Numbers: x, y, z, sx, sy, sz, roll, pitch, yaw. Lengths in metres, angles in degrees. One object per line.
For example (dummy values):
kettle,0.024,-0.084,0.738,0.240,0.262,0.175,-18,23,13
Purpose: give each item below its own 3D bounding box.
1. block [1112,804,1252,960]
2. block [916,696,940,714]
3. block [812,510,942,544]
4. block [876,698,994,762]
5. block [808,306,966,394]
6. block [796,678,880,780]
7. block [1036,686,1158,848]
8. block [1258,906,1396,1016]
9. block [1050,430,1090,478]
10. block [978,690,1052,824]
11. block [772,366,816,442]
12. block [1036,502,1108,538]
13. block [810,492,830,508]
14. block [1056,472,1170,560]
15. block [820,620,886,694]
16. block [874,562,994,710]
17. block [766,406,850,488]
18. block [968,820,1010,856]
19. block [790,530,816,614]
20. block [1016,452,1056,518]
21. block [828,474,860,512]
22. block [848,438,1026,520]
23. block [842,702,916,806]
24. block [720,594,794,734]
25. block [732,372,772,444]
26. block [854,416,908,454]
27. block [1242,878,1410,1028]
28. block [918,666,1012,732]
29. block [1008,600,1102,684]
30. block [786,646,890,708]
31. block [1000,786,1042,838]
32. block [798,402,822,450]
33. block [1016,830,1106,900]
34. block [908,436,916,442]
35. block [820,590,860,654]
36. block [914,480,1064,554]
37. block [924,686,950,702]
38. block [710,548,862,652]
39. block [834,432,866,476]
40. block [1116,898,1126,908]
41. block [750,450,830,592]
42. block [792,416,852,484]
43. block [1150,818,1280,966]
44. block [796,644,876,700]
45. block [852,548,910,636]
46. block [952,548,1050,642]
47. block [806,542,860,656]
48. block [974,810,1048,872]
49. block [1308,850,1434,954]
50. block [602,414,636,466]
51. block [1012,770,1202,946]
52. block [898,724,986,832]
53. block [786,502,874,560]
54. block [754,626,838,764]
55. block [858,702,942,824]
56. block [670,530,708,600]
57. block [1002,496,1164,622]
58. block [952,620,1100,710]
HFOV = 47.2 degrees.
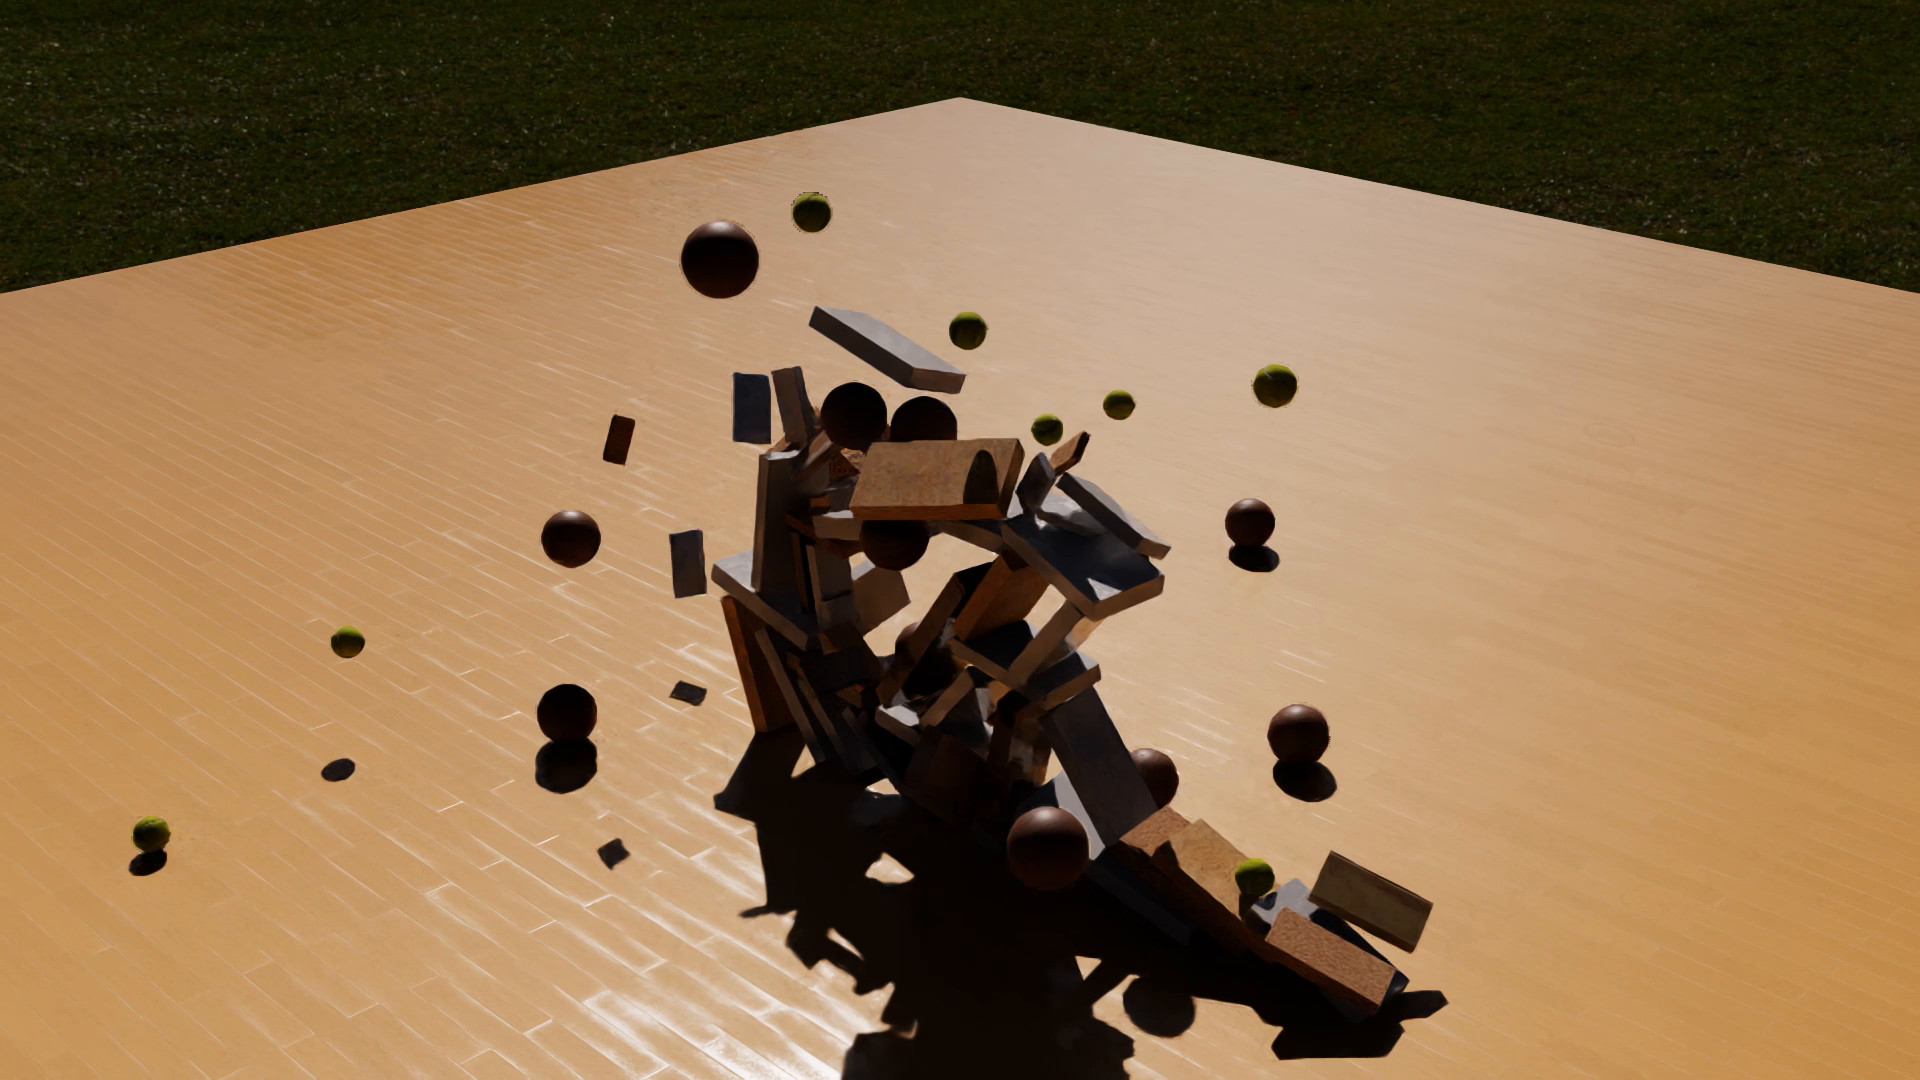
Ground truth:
block,0.447,0.627,4.046,0.307,0.043,0.153,38,41,23
block,-0.045,0.327,4.387,0.050,0.014,0.101,-11,-12,-27
block,-0.135,-0.045,4.386,0.161,0.046,0.321,-22,16,-36
block,-0.037,0.380,4.399,0.135,0.038,0.270,-14,25,-34
block,-0.141,-0.367,4.237,0.149,0.042,0.297,3,25,-49
block,-0.233,0.374,4.635,0.120,0.034,0.240,-21,75,-41
block,0.260,0.422,4.118,0.039,0.273,0.136,-26,3,45
block,0.638,0.728,3.814,0.221,0.029,0.102,28,38,12
block,0.185,-0.145,3.823,0.016,0.113,0.057,31,62,-14
block,0.117,0.383,4.151,0.043,0.307,0.153,33,46,25
block,-0.343,-0.279,4.528,0.022,0.152,0.076,-17,9,-39
block,0.196,-0.035,3.838,0.113,0.016,0.057,22,26,31
block,-0.190,-0.087,4.469,0.258,0.018,0.063,-1,15,41
block,0.266,-0.041,3.816,0.203,0.029,0.102,42,14,32
block,-0.217,0.238,4.501,0.074,0.021,0.148,-23,71,-38
block,-0.015,0.180,4.242,0.161,0.432,0.046,-16,64,-34
block,-0.265,-0.138,4.706,0.146,0.292,0.041,-43,34,2
block,0.037,0.509,4.395,0.135,0.038,0.270,-21,52,-41
block,-0.302,0.058,4.594,0.025,0.177,0.089,7,20,44
block,0.132,-0.095,3.845,0.016,0.113,0.057,-9,58,-27
block,-0.085,-0.109,4.131,0.315,0.042,0.149,-9,10,3
block,-0.042,-0.108,3.956,0.297,0.042,0.149,-1,54,26
block,-0.126,0.424,4.535,0.120,0.034,0.240,-23,67,-40
block,-0.412,0.249,4.784,0.044,0.308,0.154,-4,14,46
block,-0.434,-0.274,4.589,0.076,0.022,0.152,4,65,-17
block,-0.147,-0.185,4.348,0.021,0.072,0.145,31,-3,32
block,0.645,0.724,3.879,0.136,0.039,0.273,-22,53,-41
block,0.029,0.302,4.249,0.132,0.265,0.037,-11,69,-28
block,0.200,0.151,3.905,0.144,0.288,0.041,-31,77,-33
block,-0.239,0.273,4.590,0.120,0.034,0.240,-20,33,-40
block,0.085,0.494,4.287,0.213,0.030,0.107,26,43,30
block,-0.310,-0.214,4.551,0.018,0.127,0.063,-9,-22,-44
block,0.218,0.597,4.234,0.107,0.030,0.213,-19,47,-37
block,-0.111,-0.163,4.440,0.050,0.014,0.101,-37,30,19
block,-0.244,0.187,4.558,0.074,0.148,0.021,-20,18,-39
block,0.053,-0.058,4.140,0.161,0.046,0.321,-32,35,-31
block,-0.023,0.304,4.376,0.050,0.014,0.101,-8,-12,-38
block,-0.372,0.119,4.690,0.154,0.044,0.308,-21,44,-42
block,-0.196,-0.166,4.407,0.072,0.021,0.145,44,26,0
block,0.301,0.632,4.172,0.064,0.018,0.128,-14,54,-34
block,-0.356,-0.041,4.621,0.146,0.292,0.041,-7,23,-33
block,-0.280,-0.183,4.437,0.145,0.021,0.072,-40,30,18
block,0.498,0.636,3.989,0.289,0.039,0.136,40,41,25
block,-0.251,0.265,4.435,0.148,0.021,0.074,-16,67,-36
block,-0.257,0.160,5.084,0.292,0.146,0.041,-35,37,-23
block,0.097,0.085,4.014,0.144,0.288,0.041,-20,70,-28
block,-0.260,0.122,4.570,0.089,0.254,0.025,-20,18,-41
block,0.105,0.552,4.309,0.213,0.030,0.107,38,41,25
block,0.732,0.645,3.922,0.203,0.029,0.102,27,51,10
block,-0.731,-0.214,4.712,0.050,0.101,0.014,14,-1,-42
block,0.304,0.591,4.113,0.405,0.043,0.153,34,39,22
block,-0.022,0.444,4.075,0.037,0.132,0.329,20,-10,22
block,-0.268,-0.023,4.536,0.177,0.025,0.089,32,39,34
block,-0.304,0.308,4.690,0.154,0.308,0.044,-21,-7,-40
block,-0.077,0.439,4.493,0.135,0.038,0.270,-21,65,-40
block,-0.628,0.057,5.085,0.076,0.152,0.022,-11,-12,23
block,0.211,0.029,3.812,0.144,0.041,0.288,-22,40,-24
block,0.121,0.220,4.085,0.132,0.037,0.265,-28,38,-31
